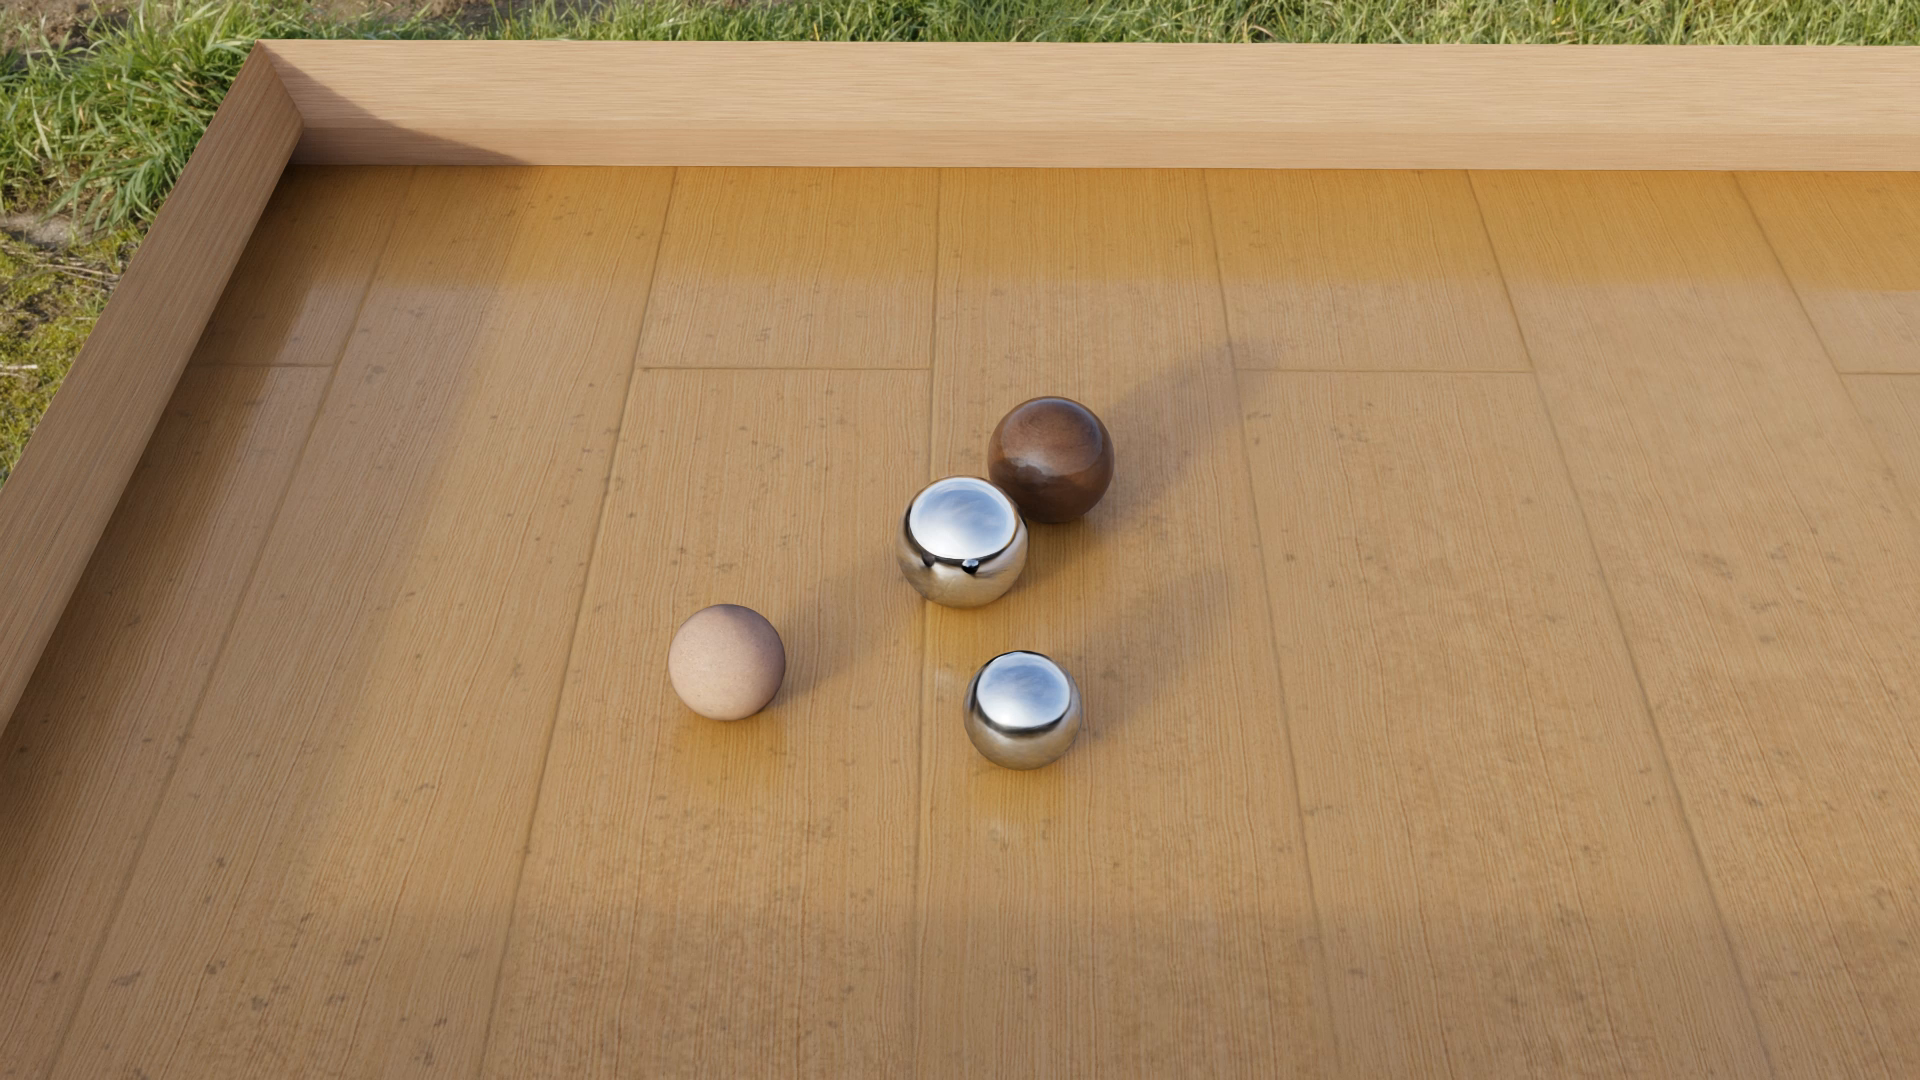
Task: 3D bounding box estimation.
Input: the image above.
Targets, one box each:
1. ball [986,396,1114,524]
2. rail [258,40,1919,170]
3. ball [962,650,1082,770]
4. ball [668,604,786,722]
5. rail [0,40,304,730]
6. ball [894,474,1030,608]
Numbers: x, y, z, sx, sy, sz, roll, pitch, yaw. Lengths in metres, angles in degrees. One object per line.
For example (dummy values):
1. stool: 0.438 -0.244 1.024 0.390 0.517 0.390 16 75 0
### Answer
1. ball: 0.068 -0.060 1.933 0.096 0.096 0.096 0 35 0
2. rail: 0.665 -0.391 2.381 2.634 0.126 0.045 0 35 0
3. ball: 0.041 0.113 1.699 0.080 0.080 0.080 0 35 0
4. ball: -0.158 0.083 1.741 0.080 0.080 0.080 0 35 0
5. rail: -0.635 -0.020 1.847 0.045 0.126 1.373 0 35 0
6. ball: 0.001 0.001 1.844 0.097 0.097 0.097 0 35 0
